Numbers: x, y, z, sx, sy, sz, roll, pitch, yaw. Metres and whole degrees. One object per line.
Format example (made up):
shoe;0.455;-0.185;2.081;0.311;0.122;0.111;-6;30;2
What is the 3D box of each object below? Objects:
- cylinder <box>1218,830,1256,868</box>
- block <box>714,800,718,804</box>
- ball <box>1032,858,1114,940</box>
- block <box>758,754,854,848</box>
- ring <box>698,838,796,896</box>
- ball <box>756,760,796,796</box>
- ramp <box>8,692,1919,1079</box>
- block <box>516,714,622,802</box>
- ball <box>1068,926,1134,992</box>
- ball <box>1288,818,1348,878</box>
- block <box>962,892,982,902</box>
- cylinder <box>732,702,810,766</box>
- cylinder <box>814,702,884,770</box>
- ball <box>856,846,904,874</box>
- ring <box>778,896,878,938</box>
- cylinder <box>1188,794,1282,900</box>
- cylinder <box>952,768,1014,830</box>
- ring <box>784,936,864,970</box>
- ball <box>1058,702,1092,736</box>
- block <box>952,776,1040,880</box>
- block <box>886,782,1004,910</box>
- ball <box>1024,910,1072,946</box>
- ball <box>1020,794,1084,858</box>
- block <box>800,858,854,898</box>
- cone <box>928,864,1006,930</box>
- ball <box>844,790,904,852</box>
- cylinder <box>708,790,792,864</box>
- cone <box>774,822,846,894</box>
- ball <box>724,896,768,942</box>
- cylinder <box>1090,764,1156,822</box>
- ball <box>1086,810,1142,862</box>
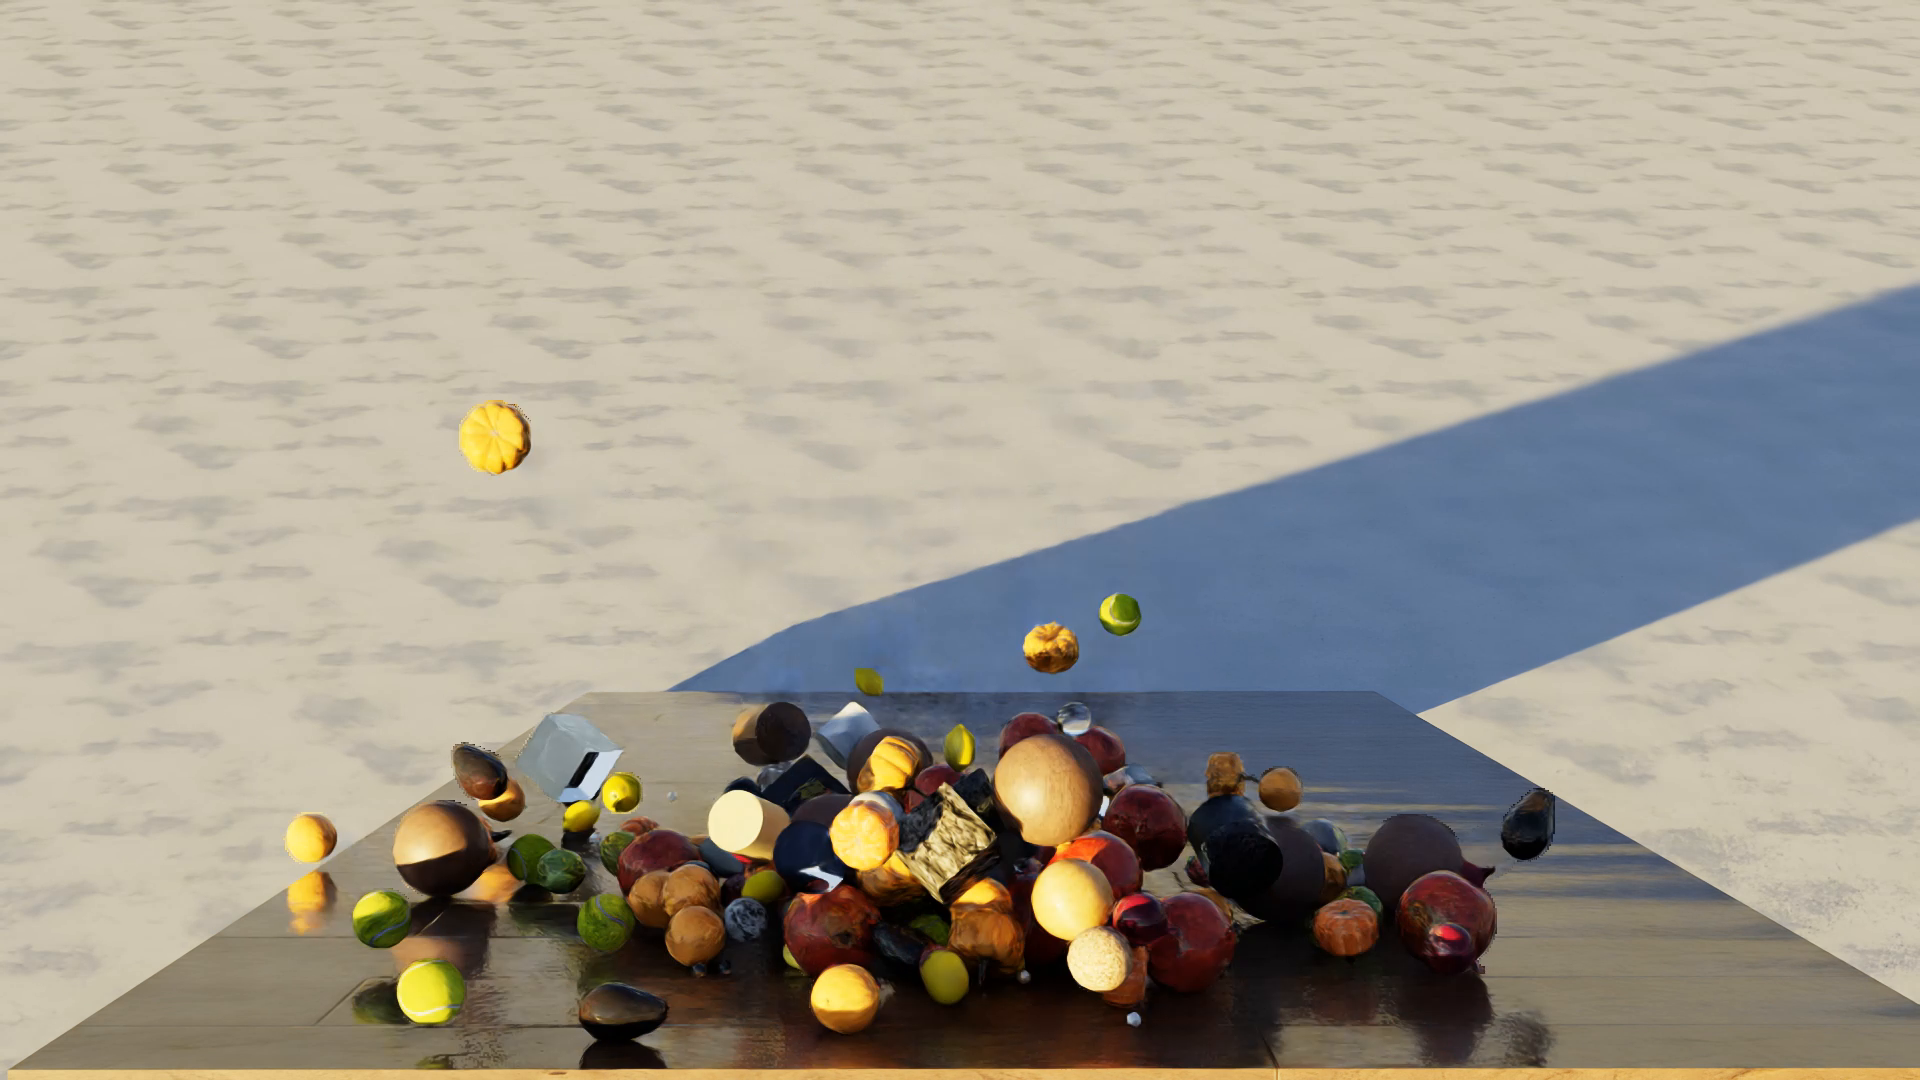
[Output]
cylinder;0.404;0.452;3.769;0.054;0.054;0.054;-3;24;4
block;-0.358;0.439;4.112;0.053;0.053;0.053;-2;-7;-23
ball;0.125;0.398;2.856;0.091;0.091;0.091;0;24;0
block;-0.200;0.366;3.425;0.094;0.094;0.094;-40;59;-20
ring;-0.284;0.441;3.474;0.149;0.050;0.149;19;-9;3
ball;-0.298;0.415;4.335;0.092;0.092;0.092;0;24;0
ramp;0.056;0.504;4.548;2.000;0.100;4.000;0;2;0
block;-0.621;0.345;4.087;0.098;0.098;0.098;38;14;22
ball;0.149;0.444;2.733;0.069;0.069;0.069;0;24;0
ball;0.513;0.441;3.691;0.085;0.085;0.085;0;24;0
block;0.002;0.431;3.449;0.072;0.072;0.072;30;1;36
cylinder;-0.301;0.310;4.108;0.095;0.095;0.095;-15;-2;-29
cylinder;-0.170;0.300;3.949;0.074;0.074;0.074;-40;40;-19
ball;-0.108;0.440;3.732;0.085;0.085;0.085;0;24;0
ring;-0.158;0.454;3.097;0.120;0.040;0.120;1;-1;0
cylinder;0.338;0.378;3.175;0.094;0.094;0.094;-5;27;-10
cylinder;0.019;0.313;3.035;0.065;0.065;0.065;52;41;6
ring;-0.162;0.490;3.069;0.098;0.033;0.098;-1;4;0
ball;0.183;0.286;4.105;0.055;0.055;0.055;0;24;0
block;0.017;0.363;3.133;0.094;0.094;0.094;-44;54;5
block;-0.016;0.349;2.936;0.089;0.089;0.089;-40;69;-12
ball;0.131;0.495;3.233;0.100;0.100;0.100;0;24;0
ball;0.122;0.379;3.413;0.085;0.085;0.085;0;24;0
block;-0.182;0.463;3.531;0.052;0.052;0.052;2;3;39
cone;-0.003;0.420;3.058;0.095;0.095;0.095;-8;-12;-17
ball;-0.099;0.326;2.988;0.070;0.070;0.070;0;24;0
cylinder;-0.243;0.333;2.992;0.072;0.072;0.072;15;-10;29
cone;-0.189;0.384;2.998;0.089;0.089;0.089;11;61;-20
ball;-0.257;0.455;3.090;0.054;0.054;0.054;0;24;0
cylinder;0.236;0.364;3.721;0.066;0.066;0.066;-30;3;38
ball;0.229;0.436;3.840;0.084;0.084;0.084;0;24;0
